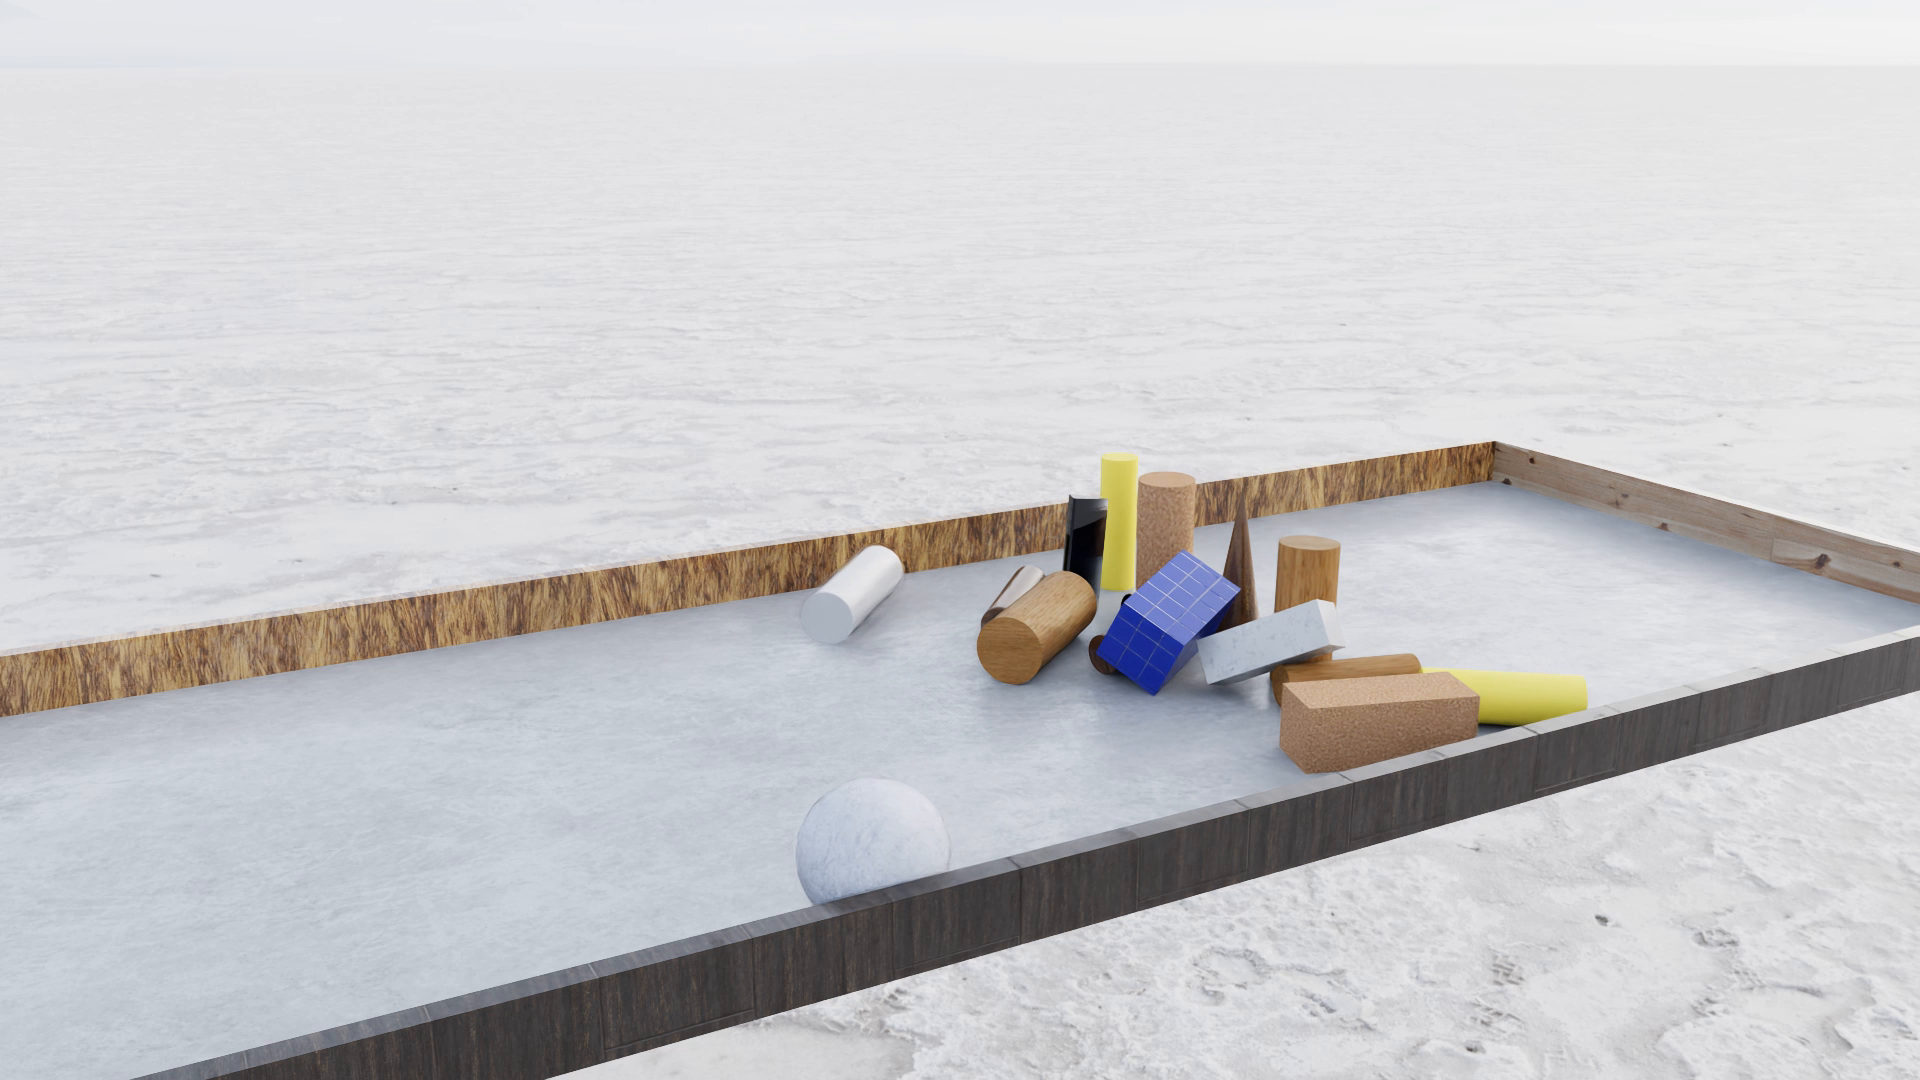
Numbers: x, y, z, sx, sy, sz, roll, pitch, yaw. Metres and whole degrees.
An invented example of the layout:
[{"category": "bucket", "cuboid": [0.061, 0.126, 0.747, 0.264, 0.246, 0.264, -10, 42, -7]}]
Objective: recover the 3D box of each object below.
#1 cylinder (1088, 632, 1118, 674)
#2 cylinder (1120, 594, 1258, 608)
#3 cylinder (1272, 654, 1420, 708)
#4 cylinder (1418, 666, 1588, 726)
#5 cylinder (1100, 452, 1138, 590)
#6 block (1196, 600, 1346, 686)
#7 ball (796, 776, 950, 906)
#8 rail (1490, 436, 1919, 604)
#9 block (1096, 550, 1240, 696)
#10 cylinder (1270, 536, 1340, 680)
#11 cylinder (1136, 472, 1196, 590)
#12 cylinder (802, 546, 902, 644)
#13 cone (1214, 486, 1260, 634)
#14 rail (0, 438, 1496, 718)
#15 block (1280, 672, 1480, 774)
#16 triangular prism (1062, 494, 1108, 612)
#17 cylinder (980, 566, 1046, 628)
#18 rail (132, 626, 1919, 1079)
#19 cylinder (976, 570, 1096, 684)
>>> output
[{"category": "cylinder", "cuboid": [0.477, 0.262, 4.281, 0.306, 0.102, 0.102, -14, 21, -39]}, {"category": "cylinder", "cuboid": [0.627, 0.186, 4.509, 0.361, 0.119, 0.119, -6, 18, -20]}, {"category": "cylinder", "cuboid": [0.941, 0.341, 4.007, 0.345, 0.106, 0.106, -4, 17, -13]}, {"category": "cylinder", "cuboid": [1.268, 0.370, 3.872, 0.364, 0.126, 0.126, 2, 17, 8]}, {"category": "cylinder", "cuboid": [0.464, -0.054, 4.842, 0.108, 0.392, 0.108, 0, 16, 0]}, {"category": "block", "cuboid": [0.754, 0.252, 4.005, 0.325, 0.112, 0.112, -22, -18, 29]}, {"category": "ball", "cuboid": [-0.155, 0.562, 2.951, 0.278, 0.278, 0.278, 0, 16, 0]}, {"category": "rail", "cuboid": [2.466, -0.048, 5.253, 0.050, 0.150, 2.100, -9, 18, -27]}, {"category": "block", "cuboid": [0.526, 0.203, 4.144, 0.180, 0.180, 0.335, 36, 39, 15]}, {"category": "cylinder", "cuboid": [0.858, 0.179, 4.103, 0.151, 0.355, 0.151, 1, 14, 0]}, {"category": "cylinder", "cuboid": [0.570, 0.019, 4.586, 0.156, 0.391, 0.156, -1, 19, 0]}, {"category": "cylinder", "cuboid": [-0.295, 0.147, 4.597, 0.145, 0.145, 0.449, 4, 17, 14]}, {"category": "cone", "cuboid": [0.736, 0.067, 4.353, 0.148, 0.436, 0.148, 0, 16, 0]}, {"category": "rail", "cuboid": [-3.305, 0.497, 3.399, 12.000, 0.150, 0.050, -9, 18, -27]}, {"category": "block", "cuboid": [0.937, 0.407, 3.696, 0.399, 0.154, 0.154, -3, 17, -10]}, {"category": "triangular prism", "cuboid": [0.325, 0.037, 4.643, 0.119, 0.324, 0.103, 0, 9, -33]}, {"category": "cylinder", "cuboid": [0.153, 0.176, 4.578, 0.101, 0.101, 0.395, 4, 17, 14]}, {"category": "rail", "cuboid": [-2.336, 1.006, 1.665, 12.000, 0.150, 0.050, -9, 18, -27]}, {"category": "cylinder", "cuboid": [0.205, 0.222, 4.288, 0.176, 0.176, 0.417, 7, 18, 22]}]
